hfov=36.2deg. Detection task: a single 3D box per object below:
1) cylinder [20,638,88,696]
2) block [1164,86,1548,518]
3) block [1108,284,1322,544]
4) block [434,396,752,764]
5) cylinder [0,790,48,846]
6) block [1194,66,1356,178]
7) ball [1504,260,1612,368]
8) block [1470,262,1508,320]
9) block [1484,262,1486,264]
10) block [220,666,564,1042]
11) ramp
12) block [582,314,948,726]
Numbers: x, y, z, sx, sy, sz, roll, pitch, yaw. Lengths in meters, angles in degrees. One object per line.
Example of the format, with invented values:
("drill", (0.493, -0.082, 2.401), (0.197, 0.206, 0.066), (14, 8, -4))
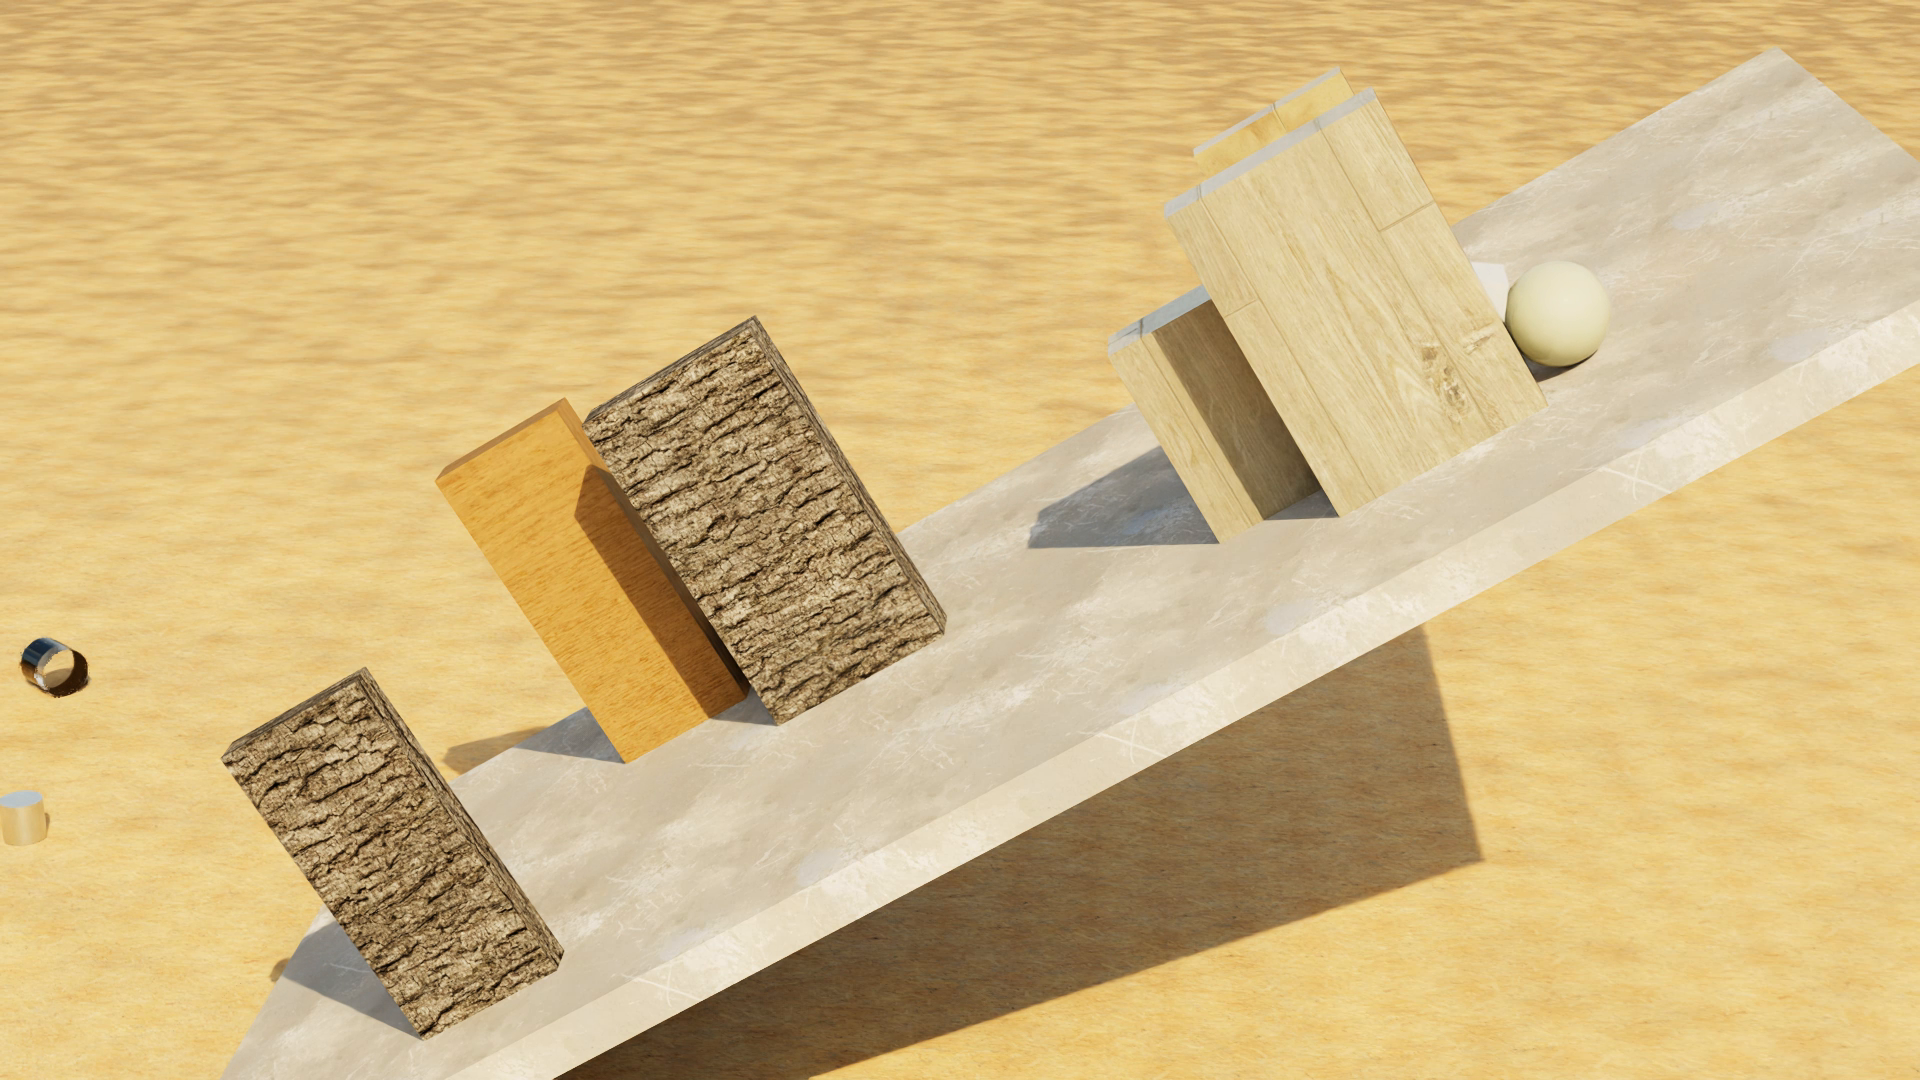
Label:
("cylinder", (-2.698, 0.377, 8.759), (0.143, 0.143, 0.143), (-17, 25, -40))
("block", (0.742, -0.441, 5.512), (0.441, 0.670, 0.123), (-29, 15, 12))
("block", (0.587, -0.299, 5.812), (0.422, 0.445, 0.149), (-29, 15, 12))
("block", (-0.833, 0.098, 6.732), (0.332, 0.795, 0.108), (-29, 15, 12))
("cylinder", (-2.475, 0.735, 7.769), (0.111, 0.111, 0.111), (0, 19, 0))
("block", (0.832, -0.796, 6.862), (0.385, 0.480, 0.082), (-29, 15, 12))
("ball", (1.137, -0.430, 5.597), (0.203, 0.203, 0.203), (0, 19, 0))
("block", (0.968, -0.447, 5.645), (0.142, 0.142, 0.142), (5, 20, 4))
("block", (1.042, -0.441, 5.929), (0.152, 0.152, 0.152), (-30, 15, 8))
("block", (-1.109, 0.621, 5.775), (0.320, 0.703, 0.085), (-29, 15, 12))
("ramp", (0.142, 0.168, 6.287), (4.000, 0.100, 2.000), (-29, 15, 12))
("block", (-0.414, -0.036, 6.326), (0.422, 0.788, 0.123), (-29, 15, 12))
